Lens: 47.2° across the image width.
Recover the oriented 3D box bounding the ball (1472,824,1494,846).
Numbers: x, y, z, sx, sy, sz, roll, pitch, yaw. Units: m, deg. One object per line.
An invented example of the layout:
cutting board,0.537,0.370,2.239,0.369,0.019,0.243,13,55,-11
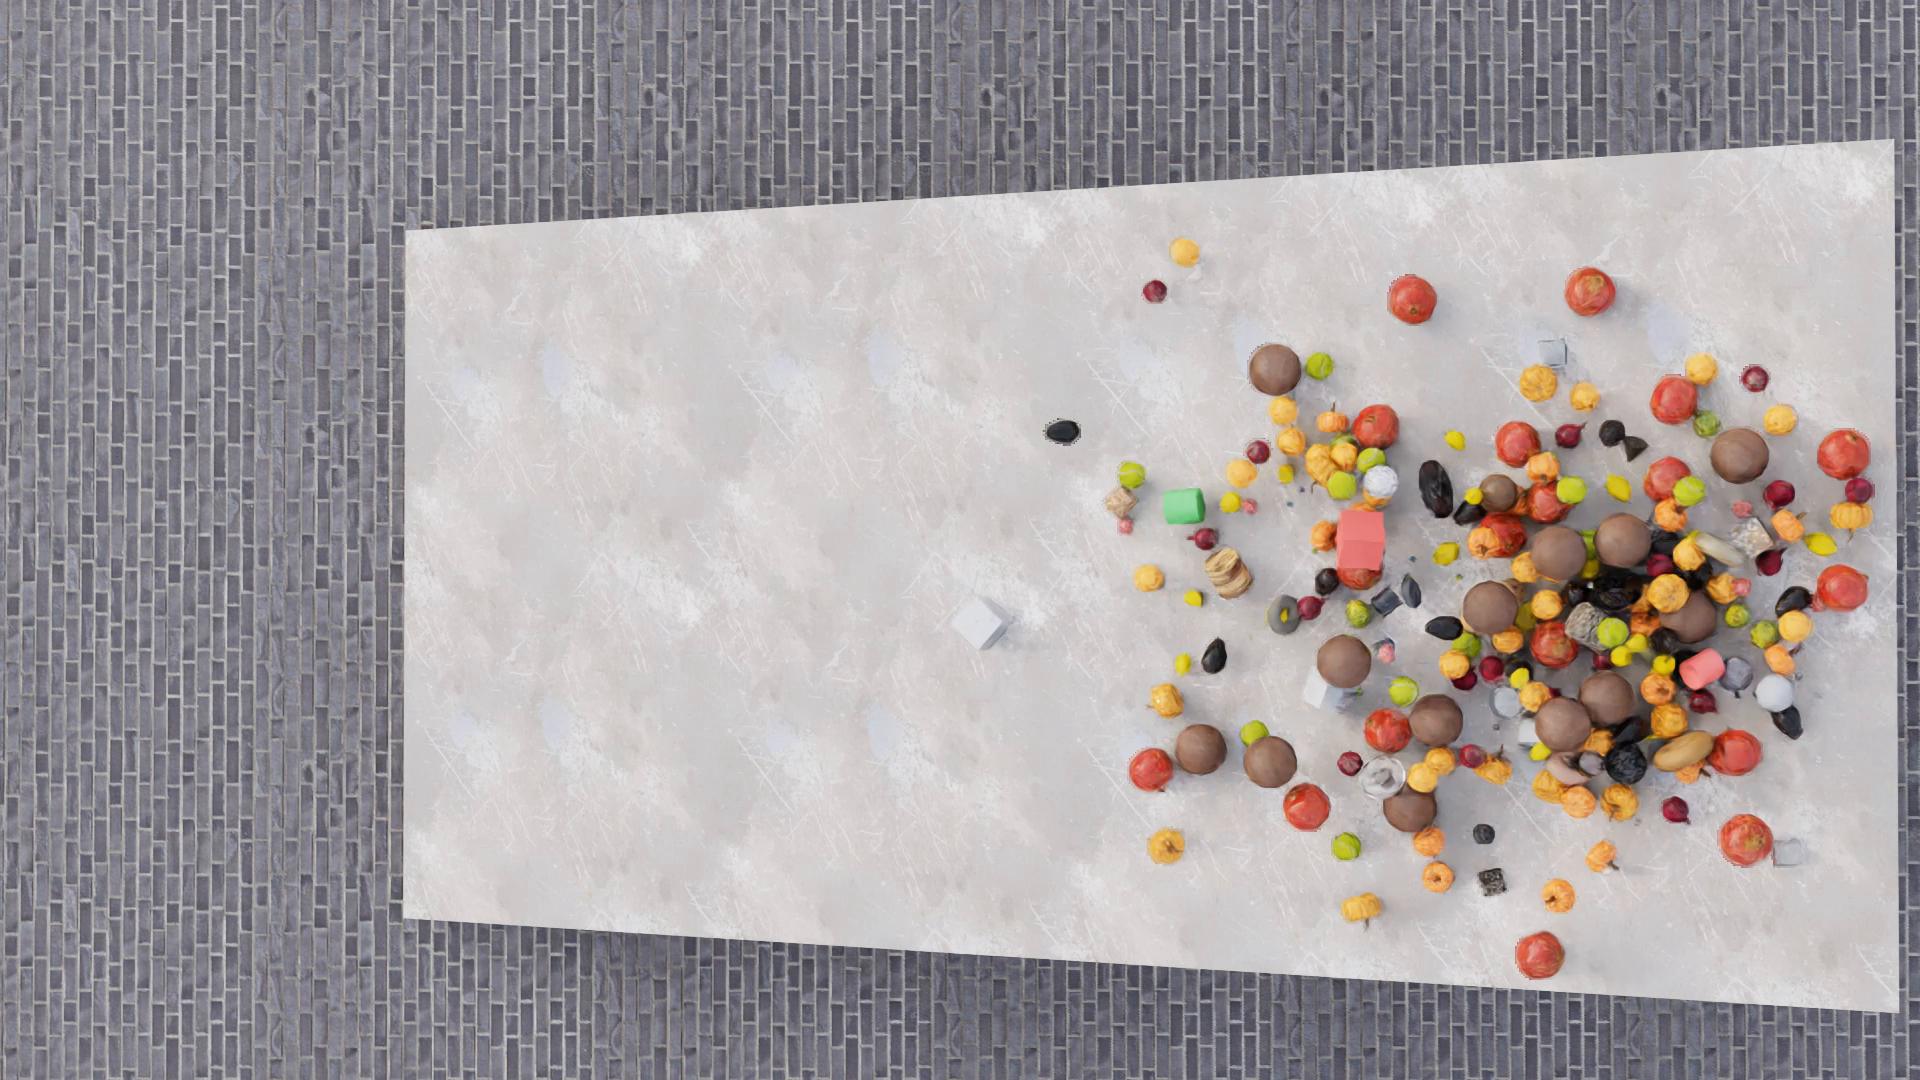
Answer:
ball,1.256,0.705,5.271,0.052,0.052,0.052,0,89,0

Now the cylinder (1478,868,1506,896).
cylinder,1.283,0.825,5.304,0.055,0.055,0.055,-16,84,0

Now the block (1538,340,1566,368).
block,1.418,-0.446,5.265,0.061,0.061,0.061,-2,89,11

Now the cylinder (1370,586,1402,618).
cylinder,1.003,0.146,5.173,0.053,0.053,0.053,-39,89,2

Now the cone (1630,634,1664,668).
cone,1.628,0.273,5.198,0.076,0.076,0.076,-13,113,0

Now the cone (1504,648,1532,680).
cone,1.359,0.309,5.296,0.067,0.067,0.067,-36,105,0

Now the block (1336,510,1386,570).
block,0.967,-0.001,5.314,0.098,0.098,0.098,3,47,1

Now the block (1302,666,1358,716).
block,0.910,0.372,5.410,0.086,0.086,0.086,15,97,-25

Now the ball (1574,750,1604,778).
ball,1.472,0.523,5.146,0.065,0.065,0.065,0,89,0

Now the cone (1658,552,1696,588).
cone,1.669,0.056,5.182,0.090,0.090,0.090,-18,118,-36

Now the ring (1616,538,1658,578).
ring,1.602,0.041,5.206,0.097,0.032,0.097,-5,77,25

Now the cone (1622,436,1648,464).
cone,1.595,-0.206,5.220,0.061,0.061,0.061,9,121,0

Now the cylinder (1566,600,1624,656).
cylinder,1.492,0.208,5.172,0.094,0.094,0.094,33,89,4

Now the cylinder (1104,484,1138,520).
cylinder,0.413,-0.097,5.628,0.063,0.063,0.063,44,107,1

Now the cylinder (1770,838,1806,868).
cylinder,1.911,0.721,5.073,0.060,0.060,0.060,-17,89,32

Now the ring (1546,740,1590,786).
ring,1.443,0.528,5.206,0.122,0.041,0.122,9,50,-11

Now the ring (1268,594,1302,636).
ring,0.802,0.185,5.433,0.101,0.034,0.101,-4,98,-33

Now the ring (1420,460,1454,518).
ring,1.152,-0.122,5.319,0.049,0.146,0.146,-14,89,30

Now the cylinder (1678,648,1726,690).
cylinder,1.712,0.298,5.075,0.072,0.072,0.072,-32,89,-22

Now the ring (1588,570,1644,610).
ring,1.541,0.117,5.165,0.126,0.126,0.042,-22,122,0

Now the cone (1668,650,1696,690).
cone,1.687,0.320,5.124,0.093,0.093,0.093,36,46,0

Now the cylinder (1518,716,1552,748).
cylinder,1.378,0.462,5.267,0.069,0.069,0.069,6,89,20

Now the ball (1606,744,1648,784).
ball,1.570,0.529,5.183,0.095,0.095,0.095,0,89,0

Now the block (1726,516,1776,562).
block,1.836,-0.002,5.100,0.076,0.076,0.076,-34,78,20

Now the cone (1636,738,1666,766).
cone,1.607,0.485,5.152,0.067,0.067,0.067,-9,109,-29

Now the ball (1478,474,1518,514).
ball,1.275,-0.110,5.217,0.095,0.095,0.095,0,89,0

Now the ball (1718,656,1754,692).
ball,1.800,0.311,5.109,0.081,0.081,0.081,0,89,0

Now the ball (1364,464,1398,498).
ball,1.008,-0.139,5.265,0.082,0.082,0.082,0,89,0

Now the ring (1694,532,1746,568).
ring,1.737,0.023,5.026,0.123,0.123,0.041,29,101,0

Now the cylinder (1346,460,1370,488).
cylinder,0.989,-0.161,5.425,0.051,0.051,0.051,33,105,0

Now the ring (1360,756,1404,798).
ring,1.016,0.572,5.292,0.111,0.037,0.111,-18,49,22

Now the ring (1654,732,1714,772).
ring,1.668,0.488,5.069,0.146,0.146,0.049,-29,89,0

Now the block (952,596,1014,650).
block,0.060,0.215,5.734,0.099,0.099,0.099,44,103,15

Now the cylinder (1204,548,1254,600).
cylinder,0.672,0.084,5.498,0.092,0.092,0.092,-32,115,0

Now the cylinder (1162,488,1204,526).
cylinder,0.566,-0.085,5.562,0.086,0.086,0.086,-7,89,20

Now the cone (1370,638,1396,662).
cone,1.019,0.265,5.368,0.061,0.061,0.061,-5,99,-32

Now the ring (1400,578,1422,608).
ring,1.101,0.129,5.369,0.026,0.077,0.077,-18,89,34

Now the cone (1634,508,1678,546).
cone,1.623,-0.011,5.173,0.093,0.093,0.093,-38,89,19

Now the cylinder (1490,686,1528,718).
cylinder,1.319,0.389,5.281,0.076,0.076,0.076,0,90,29

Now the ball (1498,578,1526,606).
ball,1.328,0.125,5.291,0.067,0.067,0.067,0,89,0

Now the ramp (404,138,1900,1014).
ramp,0.281,0.090,5.762,4.000,0.100,2.000,0,89,20

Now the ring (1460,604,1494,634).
ring,1.252,0.192,5.321,0.081,0.027,0.081,-5,51,7

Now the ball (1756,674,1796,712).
ball,1.866,0.350,5.032,0.085,0.085,0.085,0,89,0
